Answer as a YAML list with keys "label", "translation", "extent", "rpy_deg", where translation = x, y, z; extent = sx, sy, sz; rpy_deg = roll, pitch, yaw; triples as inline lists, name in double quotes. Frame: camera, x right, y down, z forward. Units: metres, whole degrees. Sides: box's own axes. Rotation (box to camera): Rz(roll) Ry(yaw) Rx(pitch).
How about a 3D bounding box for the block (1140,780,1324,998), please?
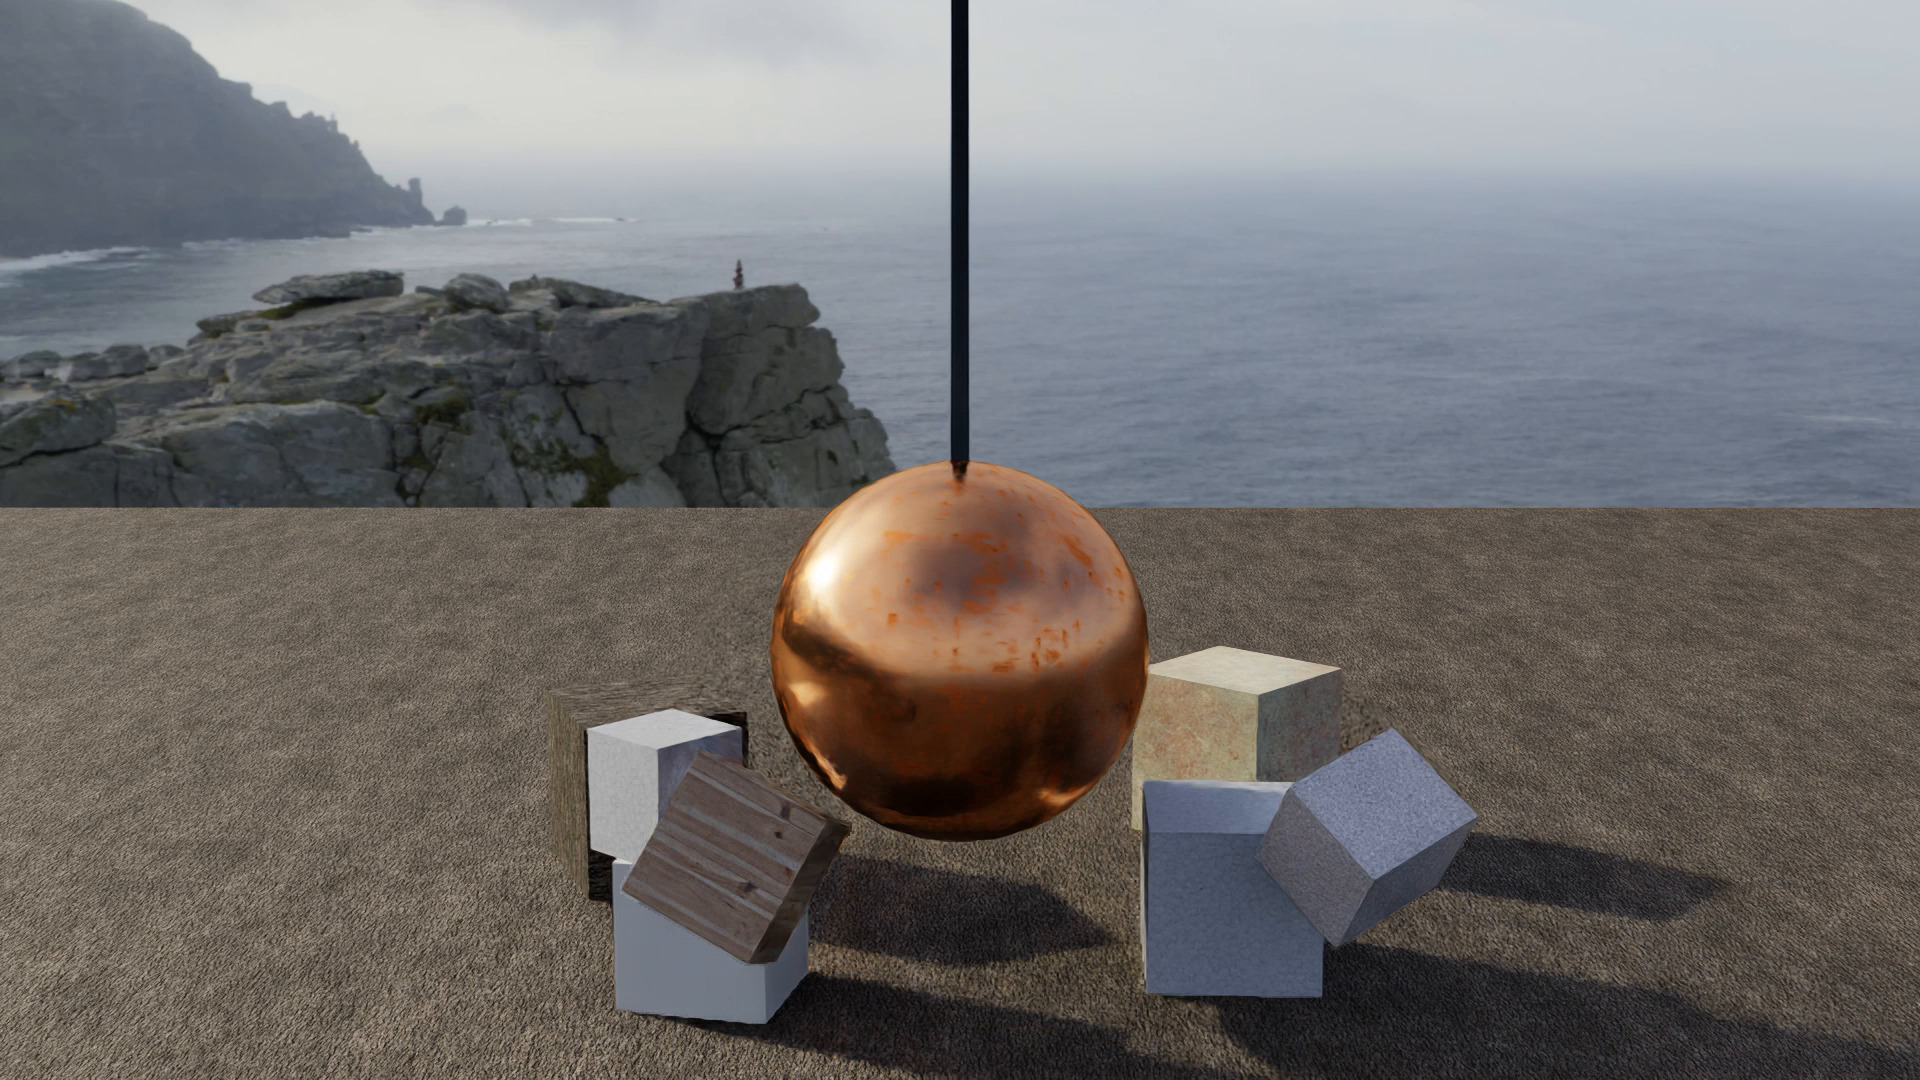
- label: "block"
  translation: [1.155, 1.482, 9.438]
  extent: [0.724, 0.707, 0.748]
  rpy_deg: [0, 10, 2]

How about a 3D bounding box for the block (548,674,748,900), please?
- label: "block"
  translation: [-1.526, 1.185, 10.733]
  extent: [0.785, 0.829, 0.799]
  rpy_deg: [-4, 11, -22]

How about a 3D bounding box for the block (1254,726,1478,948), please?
- label: "block"
  translation: [1.598, 1.173, 8.687]
  extent: [0.576, 0.499, 0.490]
  rpy_deg: [-24, 58, -29]

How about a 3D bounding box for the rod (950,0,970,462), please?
- label: "rod"
  translation: [0.000, -2.892, 9.787]
  extent: [0.080, 5.200, 0.080]
  rpy_deg: [0, -9, 0]

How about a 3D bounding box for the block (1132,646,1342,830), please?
- label: "block"
  translation: [1.421, 1.073, 11.309]
  extent: [0.766, 0.842, 0.746]
  rpy_deg: [9, 14, 41]

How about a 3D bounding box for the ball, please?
- label: "ball"
  translation: [0.000, 0.468, 9.264]
  extent: [1.600, 1.600, 1.600]
  rpy_deg: [0, 10, 0]

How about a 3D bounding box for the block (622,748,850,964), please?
- label: "block"
  translation: [-0.812, 1.167, 8.082]
  extent: [0.534, 0.577, 0.497]
  rpy_deg: [28, -6, 11]

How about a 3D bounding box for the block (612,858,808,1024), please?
- label: "block"
  translation: [-1.026, 1.574, 9.143]
  extent: [0.639, 0.632, 0.598]
  rpy_deg: [2, 11, 13]

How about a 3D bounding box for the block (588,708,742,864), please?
- label: "block"
  translation: [-1.203, 1.017, 9.009]
  extent: [0.445, 0.510, 0.444]
  rpy_deg: [9, 14, 42]
